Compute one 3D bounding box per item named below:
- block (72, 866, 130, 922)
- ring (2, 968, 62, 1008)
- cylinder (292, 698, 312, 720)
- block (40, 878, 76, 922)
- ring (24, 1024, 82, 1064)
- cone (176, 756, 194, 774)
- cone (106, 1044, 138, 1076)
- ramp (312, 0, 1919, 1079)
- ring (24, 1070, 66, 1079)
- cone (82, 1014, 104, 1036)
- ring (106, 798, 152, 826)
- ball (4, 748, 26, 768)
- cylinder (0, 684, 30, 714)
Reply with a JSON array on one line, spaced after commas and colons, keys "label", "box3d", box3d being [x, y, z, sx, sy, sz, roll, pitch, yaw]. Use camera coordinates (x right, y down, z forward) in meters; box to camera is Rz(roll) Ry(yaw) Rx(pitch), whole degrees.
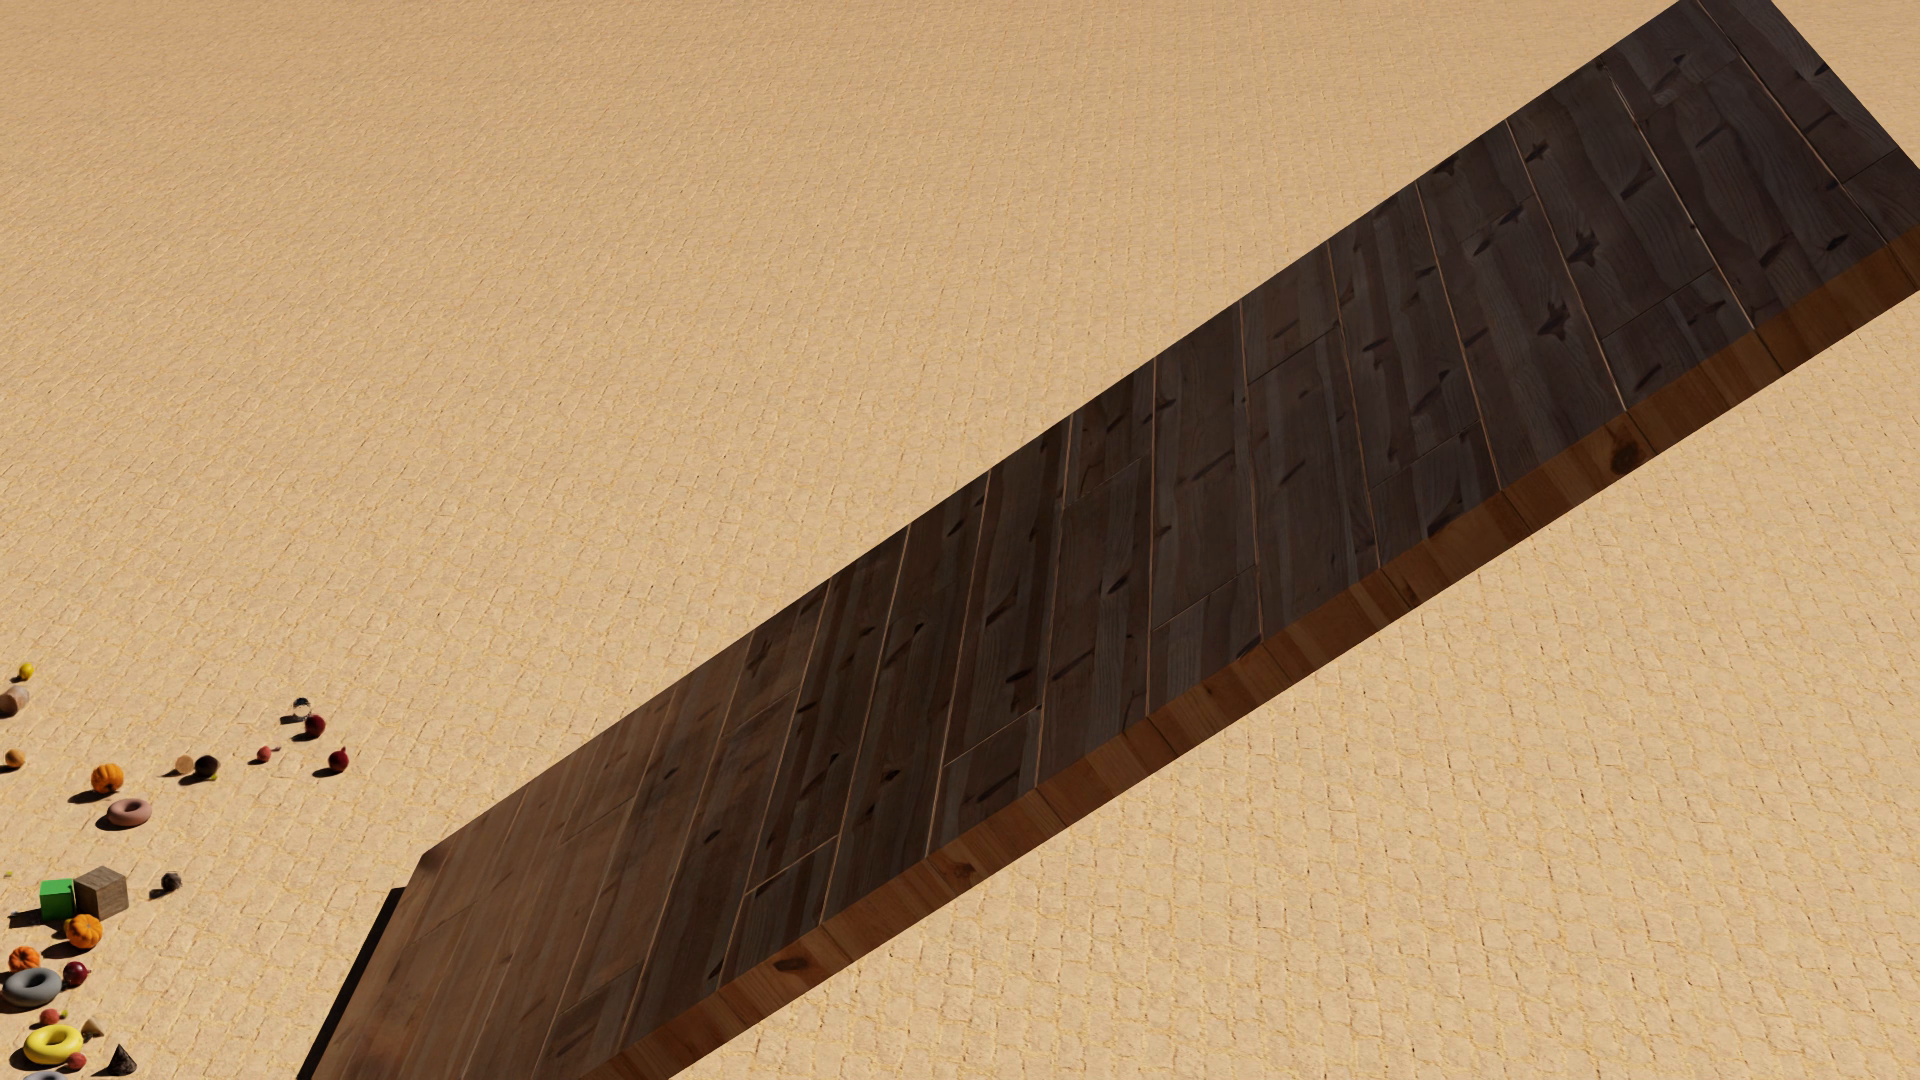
[{"label": "block", "box3d": [-2.237, 0.921, 7.660, 0.094, 0.094, 0.094, 16, 27, 33]}, {"label": "ring", "box3d": [-2.294, 1.106, 7.273, 0.144, 0.048, 0.144, -1, 23, 1]}, {"label": "cylinder", "box3d": [-1.954, 0.503, 8.730, 0.052, 0.052, 0.052, -6, 28, -15]}, {"label": "block", "box3d": [-2.347, 0.935, 7.649, 0.077, 0.077, 0.077, -5, 23, -11]}, {"label": "ring", "box3d": [-2.168, 1.207, 7.033, 0.138, 0.046, 0.138, 1, 23, 0]}, {"label": "cone", "box3d": [-2.228, 0.646, 8.416, 0.056, 0.056, 0.056, -19, 2, -38]}, {"label": "cone", "box3d": [-1.988, 1.221, 6.964, 0.070, 0.070, 0.070, 0, 22, 0]}, {"label": "ramp", "box3d": [0.130, 0.178, 6.320, 4.000, 0.100, 2.000, -34, 16, 16]}, {"label": "ring", "box3d": [-2.140, 1.279, 6.867, 0.116, 0.039, 0.116, 1, 21, 0]}, {"label": "cone", "box3d": [-2.088, 1.185, 7.113, 0.052, 0.052, 0.052, 34, 31, 8]}, {"label": "ring", "box3d": [-2.298, 0.754, 8.137, 0.122, 0.041, 0.122, 1, 22, -1]}, {"label": "ball", "box3d": [-2.707, 0.625, 8.427, 0.056, 0.056, 0.056, 0, 22, 0]}, {"label": "cylinder", "box3d": [-2.822, 0.476, 8.773, 0.068, 0.068, 0.068, 5, 23, 12]}]
